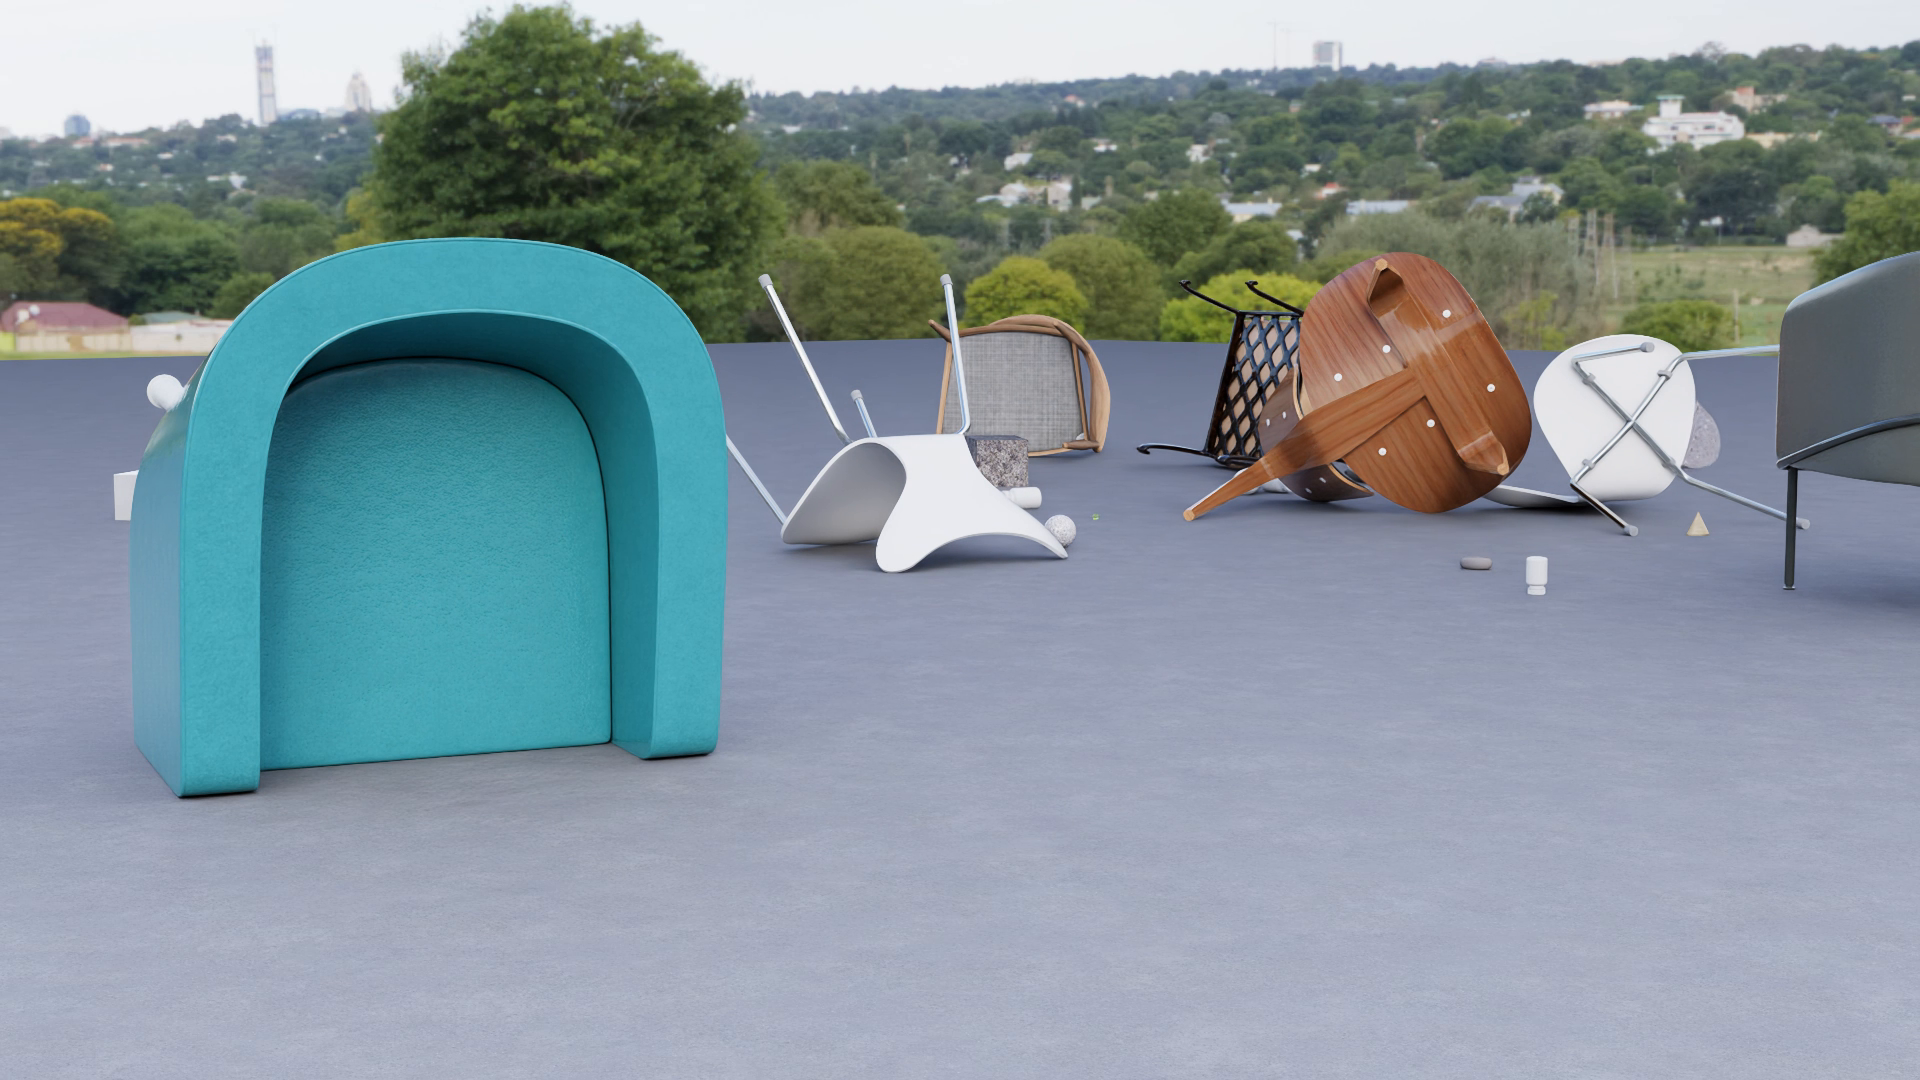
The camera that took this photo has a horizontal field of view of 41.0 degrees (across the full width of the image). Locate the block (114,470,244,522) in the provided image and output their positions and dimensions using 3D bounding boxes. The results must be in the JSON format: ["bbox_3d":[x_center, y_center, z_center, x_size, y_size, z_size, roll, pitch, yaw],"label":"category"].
[{"bbox_3d":[-2.130,-0.123,7.003,0.286,0.123,0.187,1,6,7],"label":"block"}]

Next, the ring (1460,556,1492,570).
[{"bbox_3d":[1.162,0.052,5.778,0.078,0.027,0.055,4,5,43],"label":"ring"}]

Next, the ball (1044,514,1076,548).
[{"bbox_3d":[0.242,-0.021,6.232,0.080,0.080,0.080,0,6,0],"label":"ball"}]

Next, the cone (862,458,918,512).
[{"bbox_3d":[-0.163,-0.116,7.165,0.117,0.193,0.208,41,41,3],"label":"cone"}]

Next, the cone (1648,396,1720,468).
[{"bbox_3d":[2.467,-0.322,8.941,0.273,0.314,0.219,36,-39,-4],"label":"cone"}]

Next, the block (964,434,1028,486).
[{"bbox_3d":[0.114,-0.252,8.150,0.162,0.146,0.255,-1,6,-9],"label":"block"}]

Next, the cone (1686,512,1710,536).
[{"bbox_3d":[1.881,-0.043,6.539,0.074,0.060,0.042,-3,7,-31],"label":"cone"}]
